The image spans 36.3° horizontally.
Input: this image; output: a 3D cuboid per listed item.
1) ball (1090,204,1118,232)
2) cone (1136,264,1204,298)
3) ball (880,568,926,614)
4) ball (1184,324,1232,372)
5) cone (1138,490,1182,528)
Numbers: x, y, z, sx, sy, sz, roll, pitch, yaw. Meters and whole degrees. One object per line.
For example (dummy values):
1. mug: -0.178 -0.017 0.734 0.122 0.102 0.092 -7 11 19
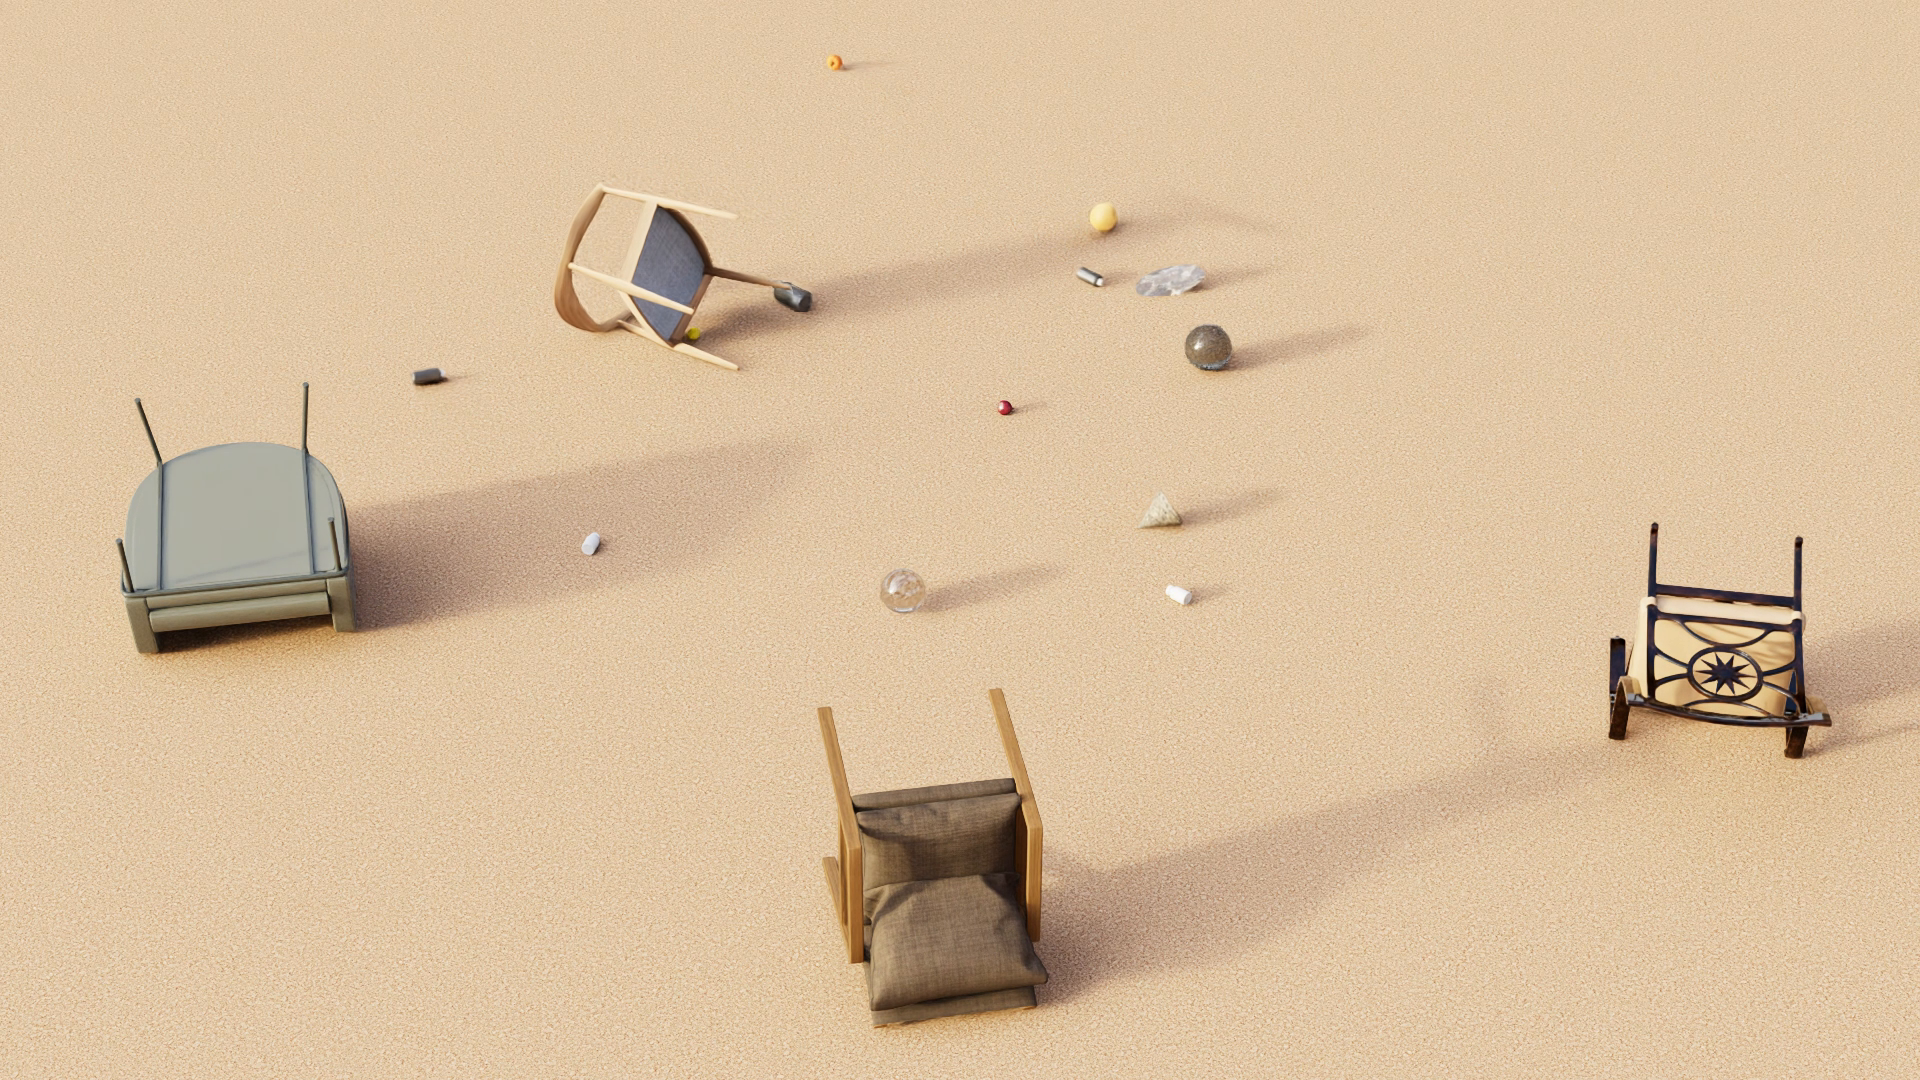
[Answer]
1. ball: 0.639 -1.430 13.003 0.122 0.122 0.122 0 33 0
2. cone: 0.879 -1.131 12.604 0.307 0.124 0.203 -14 17 -5
3. ball: -0.204 0.183 10.518 0.163 0.163 0.163 0 33 0
4. ball: 1.013 -0.786 11.961 0.193 0.193 0.193 0 33 0
5. cone: 0.729 -0.083 11.007 0.151 0.159 0.147 -33 9 1
